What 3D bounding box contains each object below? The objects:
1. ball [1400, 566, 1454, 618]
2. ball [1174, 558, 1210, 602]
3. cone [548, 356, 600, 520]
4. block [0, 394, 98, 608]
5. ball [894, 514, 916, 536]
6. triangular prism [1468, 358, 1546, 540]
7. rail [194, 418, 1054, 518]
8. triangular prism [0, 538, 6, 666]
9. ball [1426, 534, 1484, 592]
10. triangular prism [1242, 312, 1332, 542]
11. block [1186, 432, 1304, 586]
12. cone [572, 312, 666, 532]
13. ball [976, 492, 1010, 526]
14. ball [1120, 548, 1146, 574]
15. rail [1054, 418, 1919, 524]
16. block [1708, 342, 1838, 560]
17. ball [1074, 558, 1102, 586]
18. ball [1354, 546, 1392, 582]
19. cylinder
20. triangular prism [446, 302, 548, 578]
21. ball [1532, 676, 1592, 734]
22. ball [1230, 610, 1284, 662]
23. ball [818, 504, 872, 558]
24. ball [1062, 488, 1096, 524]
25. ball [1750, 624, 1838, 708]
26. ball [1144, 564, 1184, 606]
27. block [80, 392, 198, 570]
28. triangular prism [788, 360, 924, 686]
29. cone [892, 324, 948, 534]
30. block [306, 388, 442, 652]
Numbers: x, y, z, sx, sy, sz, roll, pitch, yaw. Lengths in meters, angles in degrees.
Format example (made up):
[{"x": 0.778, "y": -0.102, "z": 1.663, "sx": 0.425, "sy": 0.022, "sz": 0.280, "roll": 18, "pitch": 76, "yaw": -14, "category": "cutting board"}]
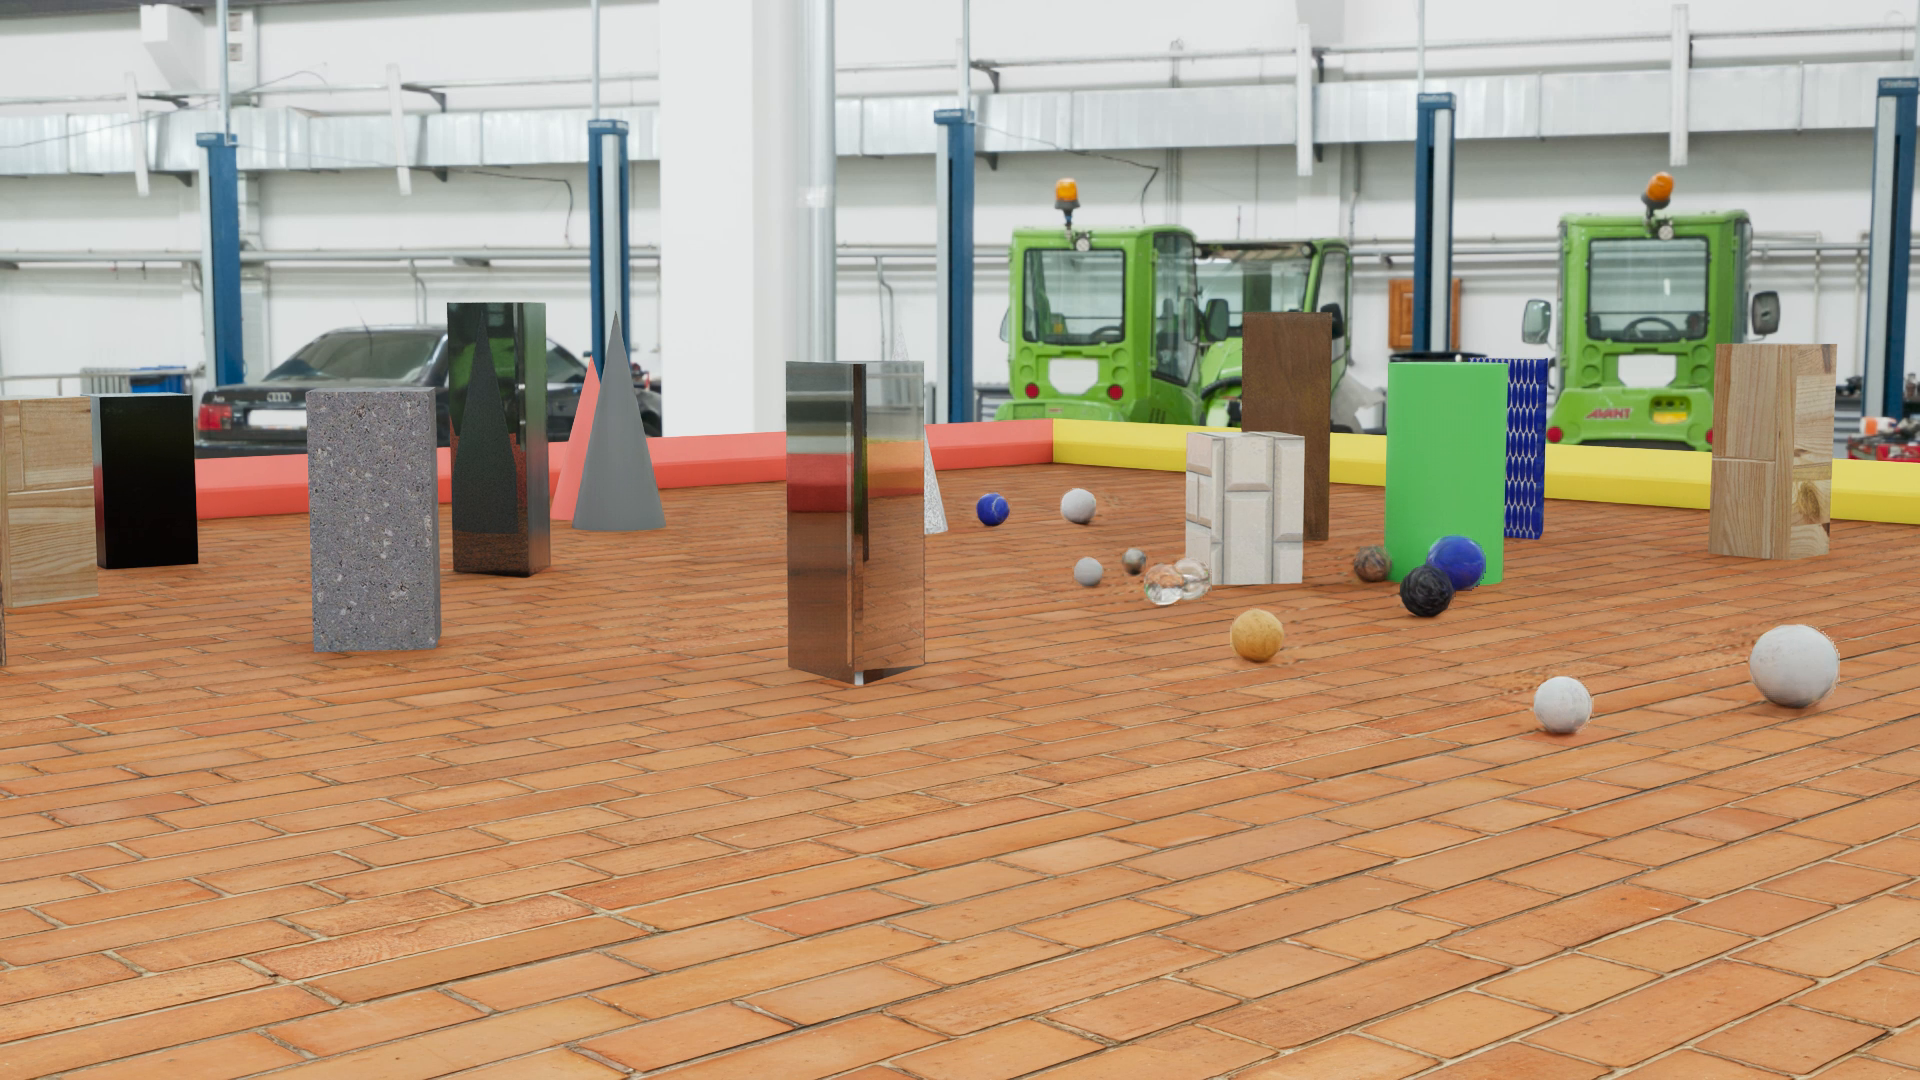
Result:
[{"x": 0.676, "y": 0.074, "z": 3.187, "sx": 0.075, "sy": 0.075, "sz": 0.075, "roll": 0, "pitch": 6, "yaw": 0, "category": "ball"}, {"x": 0.350, "y": 0.061, "z": 3.359, "sx": 0.065, "sy": 0.065, "sz": 0.065, "roll": 0, "pitch": 6, "yaw": 0, "category": "ball"}, {"x": -0.788, "y": -0.224, "z": 4.719, "sx": 0.193, "sy": 0.348, "sz": 0.193, "roll": 0, "pitch": 6, "yaw": 0, "category": "cone"}, {"x": -1.445, "y": -0.064, "z": 3.374, "sx": 0.154, "sy": 0.310, "sz": 0.154, "roll": 3, "pitch": 7, "yaw": 29, "category": "block"}, {"x": -0.107, "y": -0.029, "z": 4.334, "sx": 0.042, "sy": 0.042, "sz": 0.042, "roll": 0, "pitch": 6, "yaw": 0, "category": "ball"}, {"x": 1.115, "y": -0.186, "z": 4.355, "sx": 0.145, "sy": 0.348, "sz": 0.167, "roll": -6, "pitch": 8, "yaw": -42, "category": "triangular prism"}, {"x": -1.399, "y": -0.126, "z": 4.840, "sx": 4.589, "sy": 0.125, "sz": 0.045, "roll": -6, "pitch": 8, "yaw": -42, "category": "rail"}, {"x": -1.258, "y": -0.071, "z": 2.699, "sx": 0.145, "sy": 0.466, "sz": 0.167, "roll": -4, "pitch": 7, "yaw": -33, "category": "triangular prism"}, {"x": 0.782, "y": 0.036, "z": 3.473, "sx": 0.090, "sy": 0.090, "sz": 0.090, "roll": 0, "pitch": 6, "yaw": 0, "category": "ball"}, {"x": 0.634, "y": -0.224, "z": 4.288, "sx": 0.167, "sy": 0.438, "sz": 0.145, "roll": 1, "pitch": 6, "yaw": 8, "category": "triangular prism"}, {"x": 0.468, "y": -0.055, "z": 3.632, "sx": 0.154, "sy": 0.239, "sz": 0.154, "roll": -1, "pitch": 6, "yaw": -10, "category": "block"}, {"x": -0.699, "y": -0.249, "z": 4.490, "sx": 0.193, "sy": 0.445, "sz": 0.193, "roll": 0, "pitch": 6, "yaw": 0, "category": "cone"}, {"x": 0.068, "y": -0.063, "z": 4.519, "sx": 0.069, "sy": 0.069, "sz": 0.069, "roll": 0, "pitch": 6, "yaw": 0, "category": "ball"}, {"x": 0.292, "y": 0.036, "z": 3.697, "sx": 0.044, "sy": 0.044, "sz": 0.044, "roll": 0, "pitch": 6, "yaw": 0, "category": "ball"}, {"x": 1.669, "y": -0.128, "z": 4.864, "sx": 0.045, "sy": 0.125, "sz": 4.173, "roll": -6, "pitch": 8, "yaw": -42, "category": "rail"}, {"x": 1.475, "y": -0.165, "z": 3.993, "sx": 0.154, "sy": 0.382, "sz": 0.154, "roll": -6, "pitch": 8, "yaw": -44, "category": "block"}, {"x": 0.206, "y": 0.051, "z": 3.537, "sx": 0.047, "sy": 0.047, "sz": 0.047, "roll": 0, "pitch": 6, "yaw": 0, "category": "ball"}, {"x": 0.674, "y": 0.039, "z": 3.589, "sx": 0.061, "sy": 0.061, "sz": 0.061, "roll": 0, "pitch": 6, "yaw": 0, "category": "ball"}, {"x": 0.799, "y": -0.113, "z": 3.620, "sx": 0.193, "sy": 0.356, "sz": 0.193, "roll": 0, "pitch": 6, "yaw": 0, "category": "cylinder"}, {"x": -0.753, "y": -0.175, "z": 3.736, "sx": 0.167, "sy": 0.455, "sz": 0.145, "roll": 4, "pitch": 7, "yaw": 32, "category": "triangular prism"}, {"x": 0.634, "y": 0.173, "z": 2.314, "sx": 0.060, "sy": 0.060, "sz": 0.060, "roll": 0, "pitch": 6, "yaw": 0, "category": "ball"}, {"x": 0.376, "y": 0.121, "z": 2.781, "sx": 0.067, "sy": 0.067, "sz": 0.067, "roll": 0, "pitch": 6, "yaw": 0, "category": "ball"}, {"x": -0.206, "y": -0.017, "z": 3.950, "sx": 0.096, "sy": 0.096, "sz": 0.096, "roll": 0, "pitch": 6, "yaw": 0, "category": "ball"}, {"x": 0.247, "y": -0.070, "z": 4.567, "sx": 0.074, "sy": 0.074, "sz": 0.074, "roll": 0, "pitch": 6, "yaw": 0, "category": "ball"}, {"x": 0.933, "y": 0.141, "z": 2.462, "sx": 0.094, "sy": 0.094, "sz": 0.094, "roll": 0, "pitch": 6, "yaw": 0, "category": "ball"}, {"x": 0.307, "y": 0.067, "z": 3.313, "sx": 0.062, "sy": 0.062, "sz": 0.062, "roll": 0, "pitch": 6, "yaw": 0, "category": "ball"}, {"x": -1.441, "y": -0.107, "z": 3.859, "sx": 0.154, "sy": 0.295, "sz": 0.154, "roll": -4, "pitch": 7, "yaw": -33, "category": "block"}, {"x": -0.106, "y": -0.028, "z": 2.700, "sx": 0.145, "sy": 0.381, "sz": 0.167, "roll": -4, "pitch": 7, "yaw": -34, "category": "triangular prism"}, {"x": -0.120, "y": -0.230, "z": 4.426, "sx": 0.193, "sy": 0.421, "sz": 0.193, "roll": 0, "pitch": 6, "yaw": 0, "category": "cone"}, {"x": -0.778, "y": -0.031, "z": 2.931, "sx": 0.154, "sy": 0.338, "sz": 0.154, "roll": -1, "pitch": 6, "yaw": -10, "category": "block"}]
